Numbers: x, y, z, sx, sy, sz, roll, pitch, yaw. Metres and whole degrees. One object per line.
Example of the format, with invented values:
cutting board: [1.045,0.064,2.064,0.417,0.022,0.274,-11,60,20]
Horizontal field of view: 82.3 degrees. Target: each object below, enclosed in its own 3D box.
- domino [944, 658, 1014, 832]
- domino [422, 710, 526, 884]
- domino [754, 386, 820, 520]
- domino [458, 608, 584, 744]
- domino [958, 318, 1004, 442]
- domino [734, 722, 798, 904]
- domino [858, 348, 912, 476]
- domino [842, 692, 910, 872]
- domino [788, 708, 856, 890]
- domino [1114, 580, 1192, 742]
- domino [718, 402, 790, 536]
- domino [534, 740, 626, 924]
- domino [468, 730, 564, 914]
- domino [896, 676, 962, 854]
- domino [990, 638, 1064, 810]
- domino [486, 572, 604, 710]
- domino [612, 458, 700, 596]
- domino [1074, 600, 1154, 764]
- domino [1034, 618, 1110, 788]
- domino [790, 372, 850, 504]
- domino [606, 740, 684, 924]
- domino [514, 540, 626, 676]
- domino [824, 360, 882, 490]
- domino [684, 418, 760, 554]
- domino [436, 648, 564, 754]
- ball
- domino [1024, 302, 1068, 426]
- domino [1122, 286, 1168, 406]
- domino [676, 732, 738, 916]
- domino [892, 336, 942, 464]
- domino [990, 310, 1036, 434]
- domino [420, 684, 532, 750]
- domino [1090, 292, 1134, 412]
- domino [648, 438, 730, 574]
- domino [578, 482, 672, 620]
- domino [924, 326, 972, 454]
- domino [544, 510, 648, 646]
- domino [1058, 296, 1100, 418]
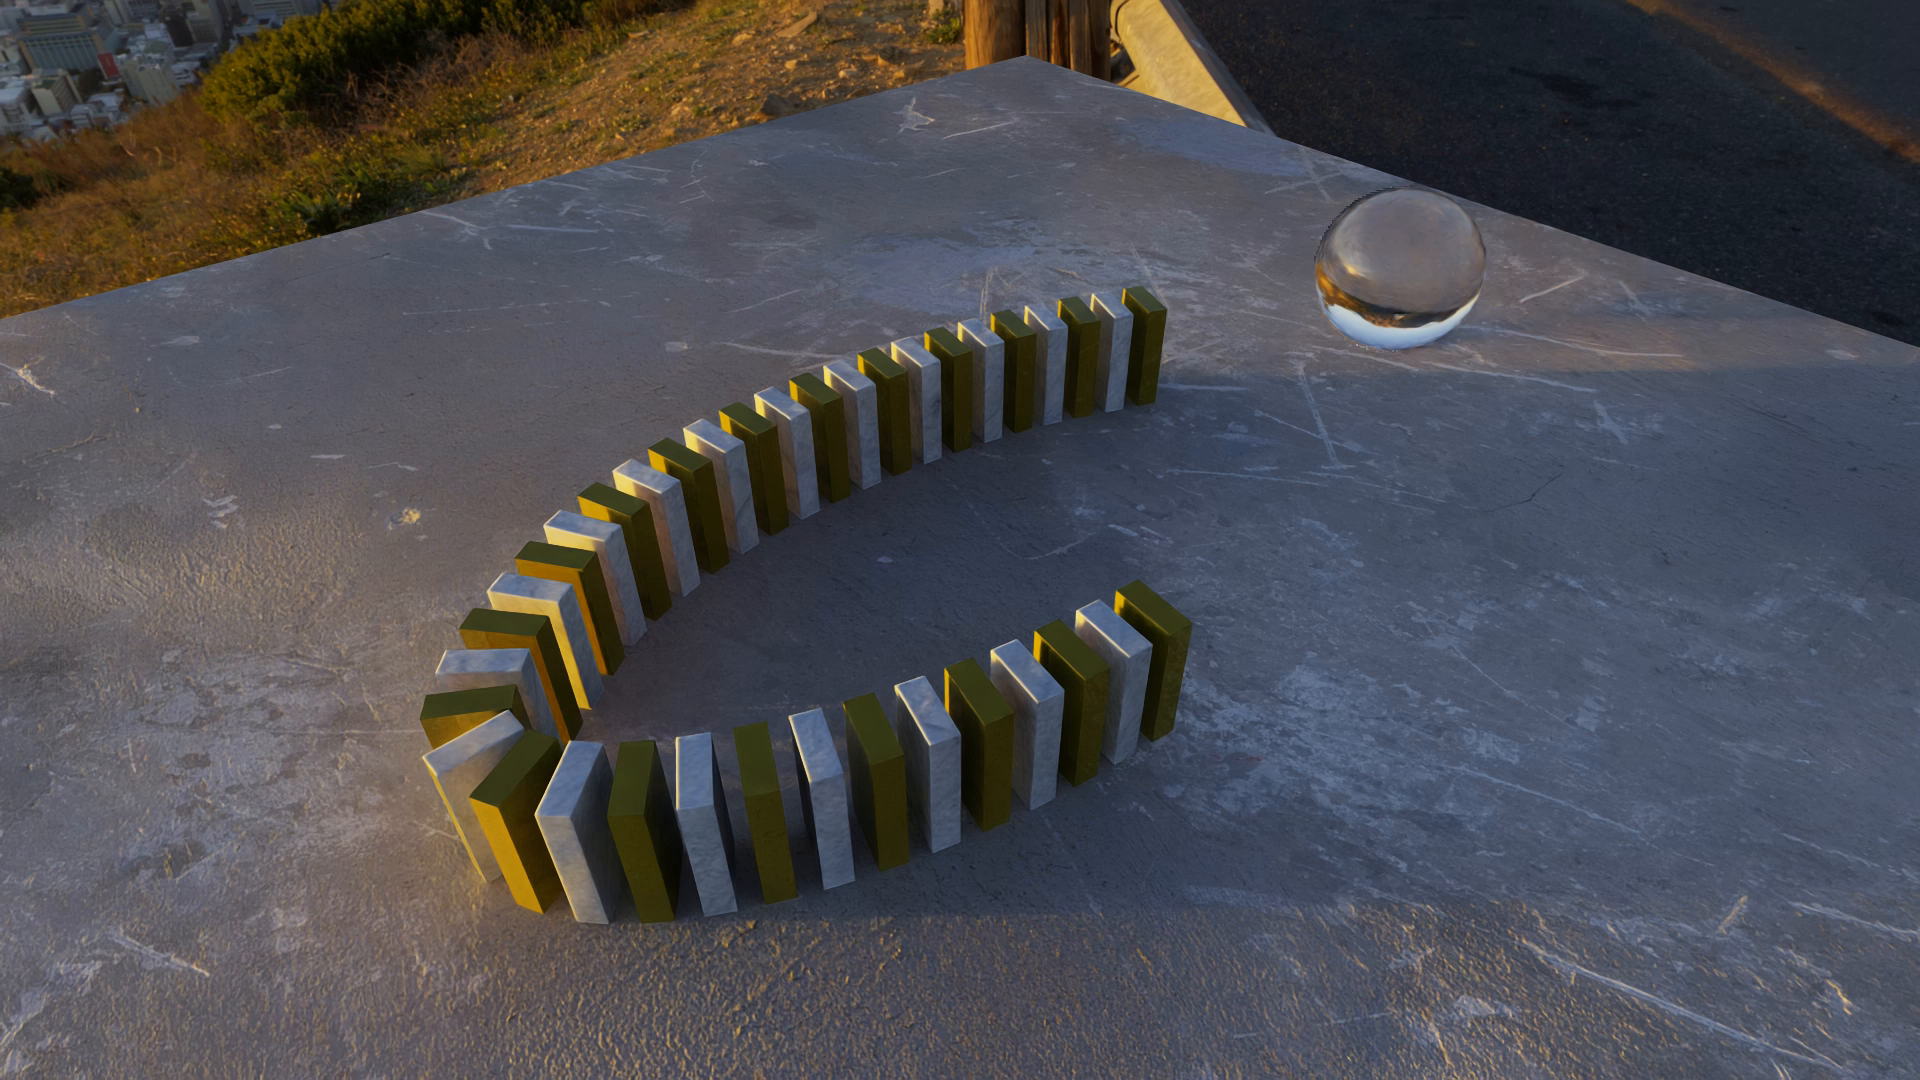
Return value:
domino: [0.005,0.063,0.335,0.009,0.050,0.025,-18,43,-21]
domino: [-0.134,0.075,0.320,0.025,0.050,0.009,-31,48,-32]
domino: [-0.071,-0.036,0.455,0.010,0.050,0.025,-30,48,-31]
domino: [-0.141,0.045,0.357,0.025,0.050,0.010,5,40,6]
domino: [0.009,-0.072,0.500,0.009,0.050,0.025,-19,43,-22]
domino: [-0.056,0.079,0.315,0.009,0.050,0.025,-10,40,-12]
domino: [-0.033,-0.056,0.479,0.009,0.050,0.025,-24,45,-27]
domino: [-0.024,0.072,0.324,0.010,0.050,0.025,-15,42,-17]
domino: [-0.040,0.076,0.319,0.009,0.050,0.025,-13,41,-15]
domino: [0.061,0.040,0.362,0.010,0.050,0.025,-24,45,-26]
domino: [-0.083,-0.029,0.446,0.025,0.050,0.009,32,49,33]
domino: [-0.104,0.083,0.310,0.009,0.050,0.025,3,39,4]
domino: [-0.121,0.081,0.313,0.010,0.050,0.025,13,41,16]
domino: [-0.009,0.068,0.329,0.010,0.050,0.025,-17,42,-19]
domino: [0.020,0.058,0.341,0.009,0.050,0.025,-21,44,-24]
domino: [-0.138,0.035,0.369,0.025,0.050,0.009,8,40,10]
domino: [-0.114,-0.004,0.417,0.025,0.050,0.010,23,44,25]
domino: [0.048,0.046,0.355,0.009,0.050,0.025,-24,45,-26]
domino: [0.034,0.052,0.348,0.010,0.050,0.025,-23,44,-25]
domino: [-0.059,-0.043,0.464,0.010,0.050,0.025,-28,47,-30]
domino: [-0.088,0.083,0.310,0.009,0.050,0.025,-3,39,-4]
domino: [-0.135,0.024,0.382,0.025,0.050,0.010,9,40,10]
domino: [-0.046,-0.049,0.472,0.009,0.050,0.025,-26,46,-28]
domino: [-0.094,-0.021,0.437,0.025,0.050,0.009,29,47,31]
domino: [-0.142,0.055,0.344,0.025,0.050,0.009,-1,39,-2]
ball: [0.221,-0.136,0.553,0.080,0.080,0.080,0,39,0]
domino: [0.039,-0.082,0.511,0.009,0.050,0.025,-15,42,-17]
domino: [0.086,-0.092,0.524,0.010,0.050,0.025,-13,41,-16]
domino: [-0.072,0.081,0.312,0.010,0.050,0.025,-7,40,-9]
domino: [-0.019,-0.061,0.486,0.009,0.050,0.025,-23,44,-25]
domino: [0.024,-0.077,0.506,0.009,0.050,0.025,-18,43,-20]
domino: [-0.141,0.066,0.331,0.025,0.050,0.010,-6,40,-8]
domino: [0.070,-0.089,0.520,0.010,0.050,0.025,-12,41,-14]
domino: [-0.105,-0.013,0.427,0.025,0.050,0.009,26,46,28]
domino: [-0.123,0.005,0.406,0.025,0.050,0.010,19,43,22]
domino: [-0.005,-0.067,0.493,0.009,0.050,0.025,-21,44,-24]
domino: [-0.130,0.014,0.394,0.025,0.050,0.010,13,41,16]
domino: [0.054,-0.085,0.516,0.010,0.050,0.025,-13,41,-15]
